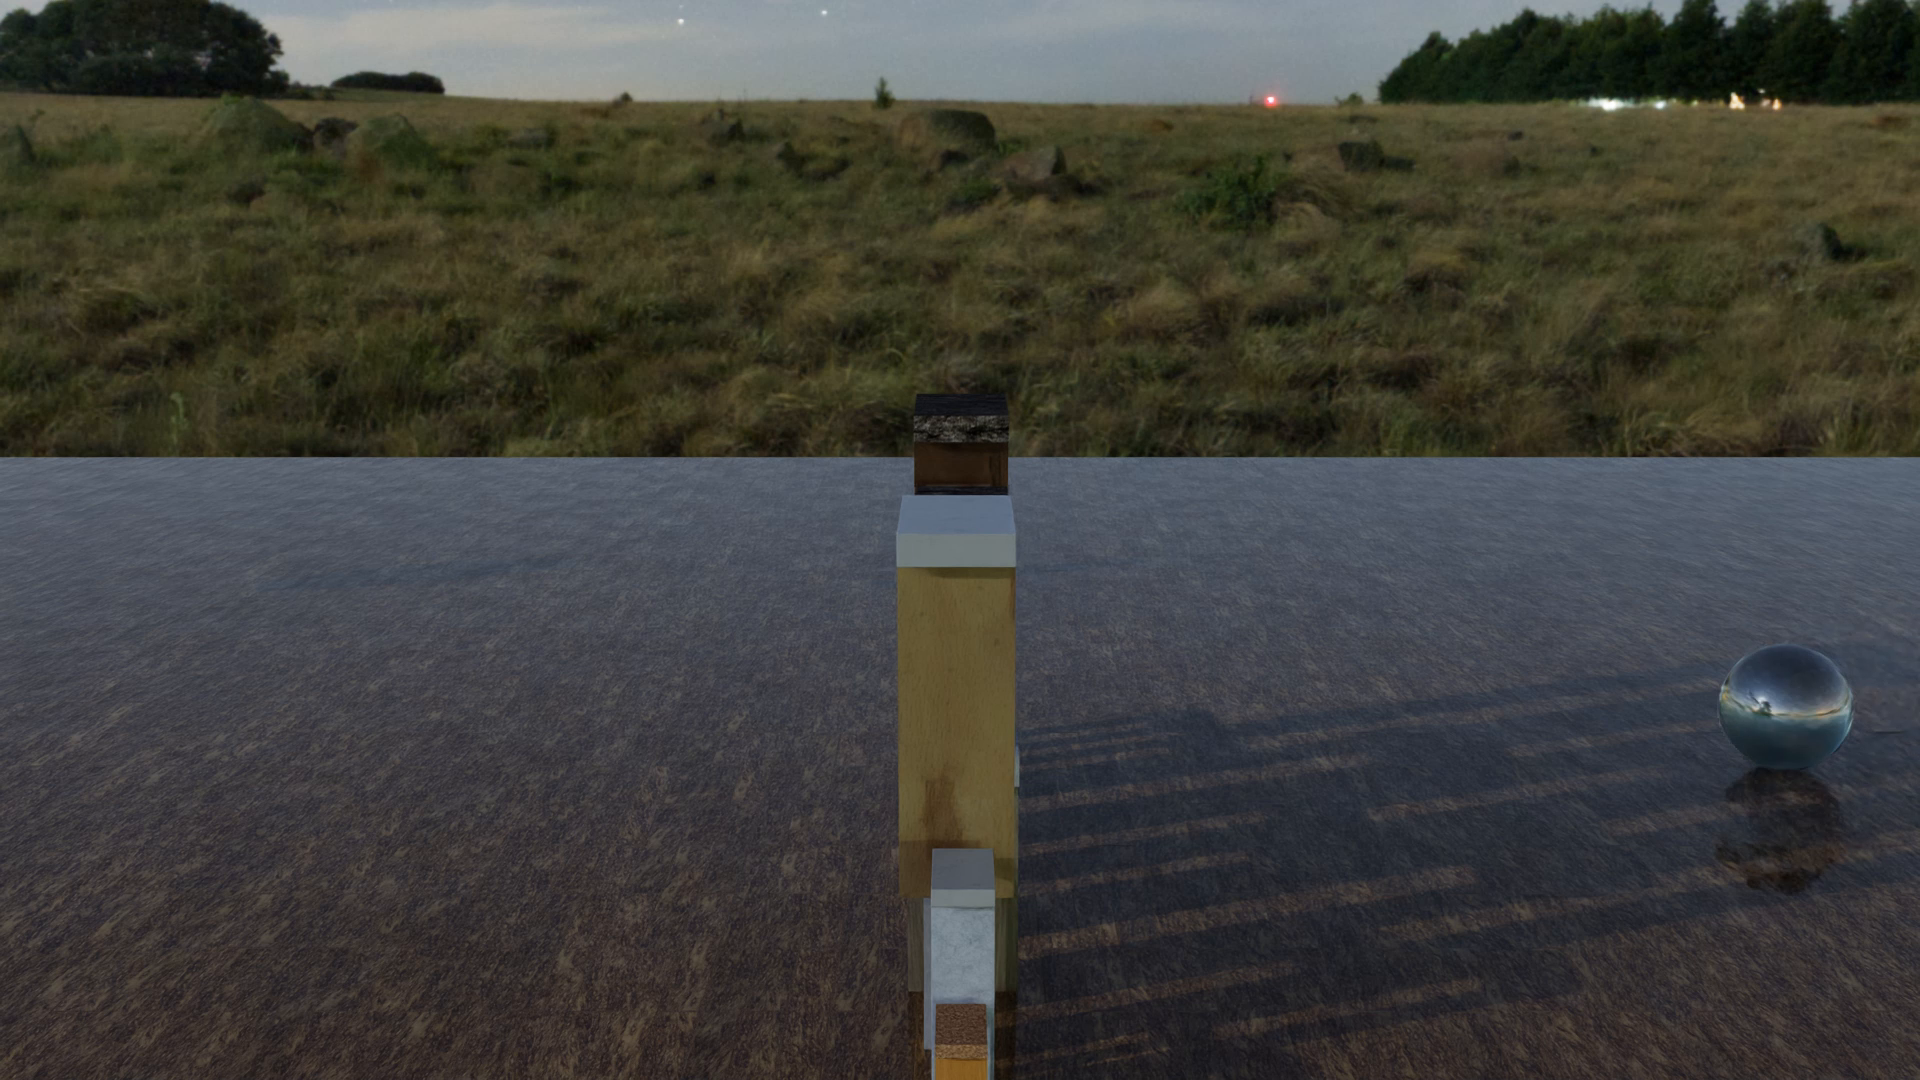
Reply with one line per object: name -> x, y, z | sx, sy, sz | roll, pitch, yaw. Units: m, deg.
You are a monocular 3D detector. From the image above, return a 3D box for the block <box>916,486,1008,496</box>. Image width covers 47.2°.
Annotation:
block -> 0.003, -0.039, 3.358 | 0.143, 0.040, 0.285 | 0, 11, 0

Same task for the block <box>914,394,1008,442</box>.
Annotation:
block -> 0.002, -0.233, 4.158 | 0.172, 0.049, 0.345 | 0, 10, 0

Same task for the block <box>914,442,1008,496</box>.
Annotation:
block -> 0.002, -0.018, 4.080 | 0.172, 0.345, 0.049 | 0, 11, 0

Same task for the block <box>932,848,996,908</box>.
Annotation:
block -> 0.004, 0.443, 2.888 | 0.082, 0.023, 0.164 | 0, 11, 0

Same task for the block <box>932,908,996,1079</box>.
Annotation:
block -> 0.004, 0.600, 2.862 | 0.082, 0.276, 0.023 | 0, 11, 0

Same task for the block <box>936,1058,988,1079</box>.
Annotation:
block -> 0.002, 0.697, 2.738 | 0.064, 0.129, 0.018 | 0, 11, 0

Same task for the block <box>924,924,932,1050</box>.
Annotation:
block -> -0.002, 0.610, 3.042 | 0.095, 0.190, 0.027 | 0, 11, 0

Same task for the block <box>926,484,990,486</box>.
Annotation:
block -> -0.003, -0.064, 3.888 | 0.118, 0.033, 0.236 | 0, 10, 0

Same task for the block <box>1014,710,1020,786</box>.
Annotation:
block -> 0.004, 0.303, 3.316 | 0.162, 0.046, 0.324 | 0, 11, 0

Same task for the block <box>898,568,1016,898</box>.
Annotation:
block -> -0.005, 0.256, 2.996 | 0.157, 0.468, 0.045 | 0, 11, 0

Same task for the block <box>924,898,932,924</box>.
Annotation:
block -> -0.002, 0.492, 3.085 | 0.095, 0.027, 0.190 | 0, 11, 0

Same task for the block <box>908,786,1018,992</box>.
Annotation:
block -> 0.004, 0.504, 3.244 | 0.162, 0.324, 0.046 | 0, 11, 0

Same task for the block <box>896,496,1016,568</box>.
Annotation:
block -> -0.005, -0.015, 3.052 | 0.157, 0.045, 0.315 | 0, 11, 0

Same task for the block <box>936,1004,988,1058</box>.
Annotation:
block -> 0.002, 0.617, 2.767 | 0.064, 0.018, 0.129 | 0, 11, 0

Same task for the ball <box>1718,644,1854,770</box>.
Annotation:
ball -> 1.641, 0.332, 4.369 | 0.252, 0.252, 0.252 | 0, 11, 0
